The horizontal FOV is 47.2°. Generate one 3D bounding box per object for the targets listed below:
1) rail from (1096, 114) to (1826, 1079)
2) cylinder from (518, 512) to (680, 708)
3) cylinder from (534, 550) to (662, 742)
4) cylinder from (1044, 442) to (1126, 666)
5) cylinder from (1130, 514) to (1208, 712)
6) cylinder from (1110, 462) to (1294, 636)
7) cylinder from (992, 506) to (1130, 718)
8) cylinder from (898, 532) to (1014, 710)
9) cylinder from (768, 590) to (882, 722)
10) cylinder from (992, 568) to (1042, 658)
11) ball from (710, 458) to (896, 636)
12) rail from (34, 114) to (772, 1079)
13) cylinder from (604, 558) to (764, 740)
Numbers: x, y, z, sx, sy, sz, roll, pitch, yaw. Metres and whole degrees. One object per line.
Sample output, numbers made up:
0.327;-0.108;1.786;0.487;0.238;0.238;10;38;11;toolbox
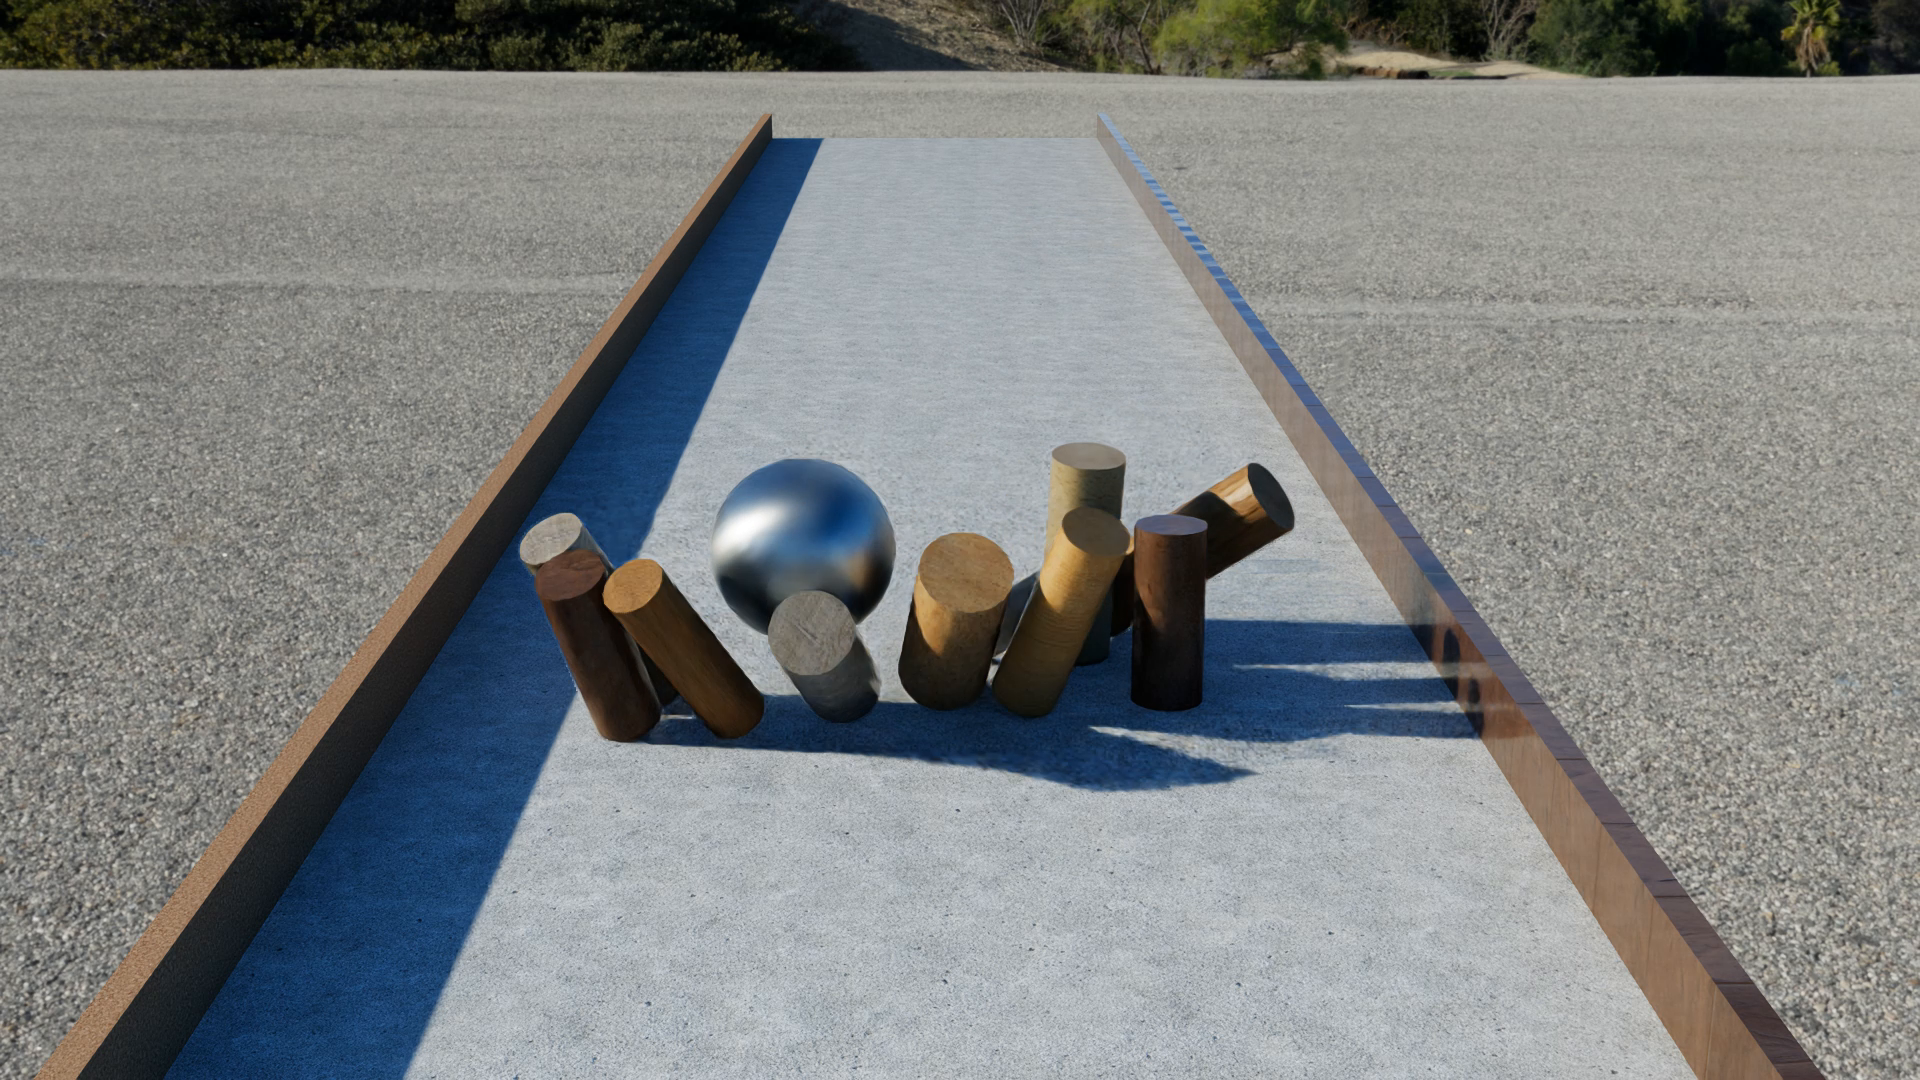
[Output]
0.932;-0.844;7.801;0.050;0.150;12.000;0;17;-1;rail
-0.651;0.137;4.039;0.125;0.414;0.125;-17;41;15;cylinder
-0.641;0.192;3.917;0.125;0.362;0.125;-8;42;7;cylinder
0.240;0.029;4.361;0.145;0.422;0.145;3;24;-1;cylinder
0.395;0.137;4.157;0.136;0.346;0.136;0;17;0;cylinder
0.449;0.023;4.457;0.453;0.155;0.155;-33;0;28;cylinder
0.180;0.137;4.004;0.126;0.431;0.126;12;42;-11;cylinder
-0.011;0.154;4.049;0.171;0.347;0.171;4;55;-6;cylinder
-0.234;0.212;3.889;0.146;0.146;0.444;1;-15;4;cylinder
0.130;0.132;4.255;0.103;0.103;0.399;-12;-12;-34;cylinder
-0.291;0.019;4.084;0.345;0.345;0.345;0;17;0;ball
-1.118;-0.838;7.780;0.050;0.150;12.000;0;17;-1;rail
-0.483;0.197;3.884;0.113;0.409;0.113;-14;49;16;cylinder
